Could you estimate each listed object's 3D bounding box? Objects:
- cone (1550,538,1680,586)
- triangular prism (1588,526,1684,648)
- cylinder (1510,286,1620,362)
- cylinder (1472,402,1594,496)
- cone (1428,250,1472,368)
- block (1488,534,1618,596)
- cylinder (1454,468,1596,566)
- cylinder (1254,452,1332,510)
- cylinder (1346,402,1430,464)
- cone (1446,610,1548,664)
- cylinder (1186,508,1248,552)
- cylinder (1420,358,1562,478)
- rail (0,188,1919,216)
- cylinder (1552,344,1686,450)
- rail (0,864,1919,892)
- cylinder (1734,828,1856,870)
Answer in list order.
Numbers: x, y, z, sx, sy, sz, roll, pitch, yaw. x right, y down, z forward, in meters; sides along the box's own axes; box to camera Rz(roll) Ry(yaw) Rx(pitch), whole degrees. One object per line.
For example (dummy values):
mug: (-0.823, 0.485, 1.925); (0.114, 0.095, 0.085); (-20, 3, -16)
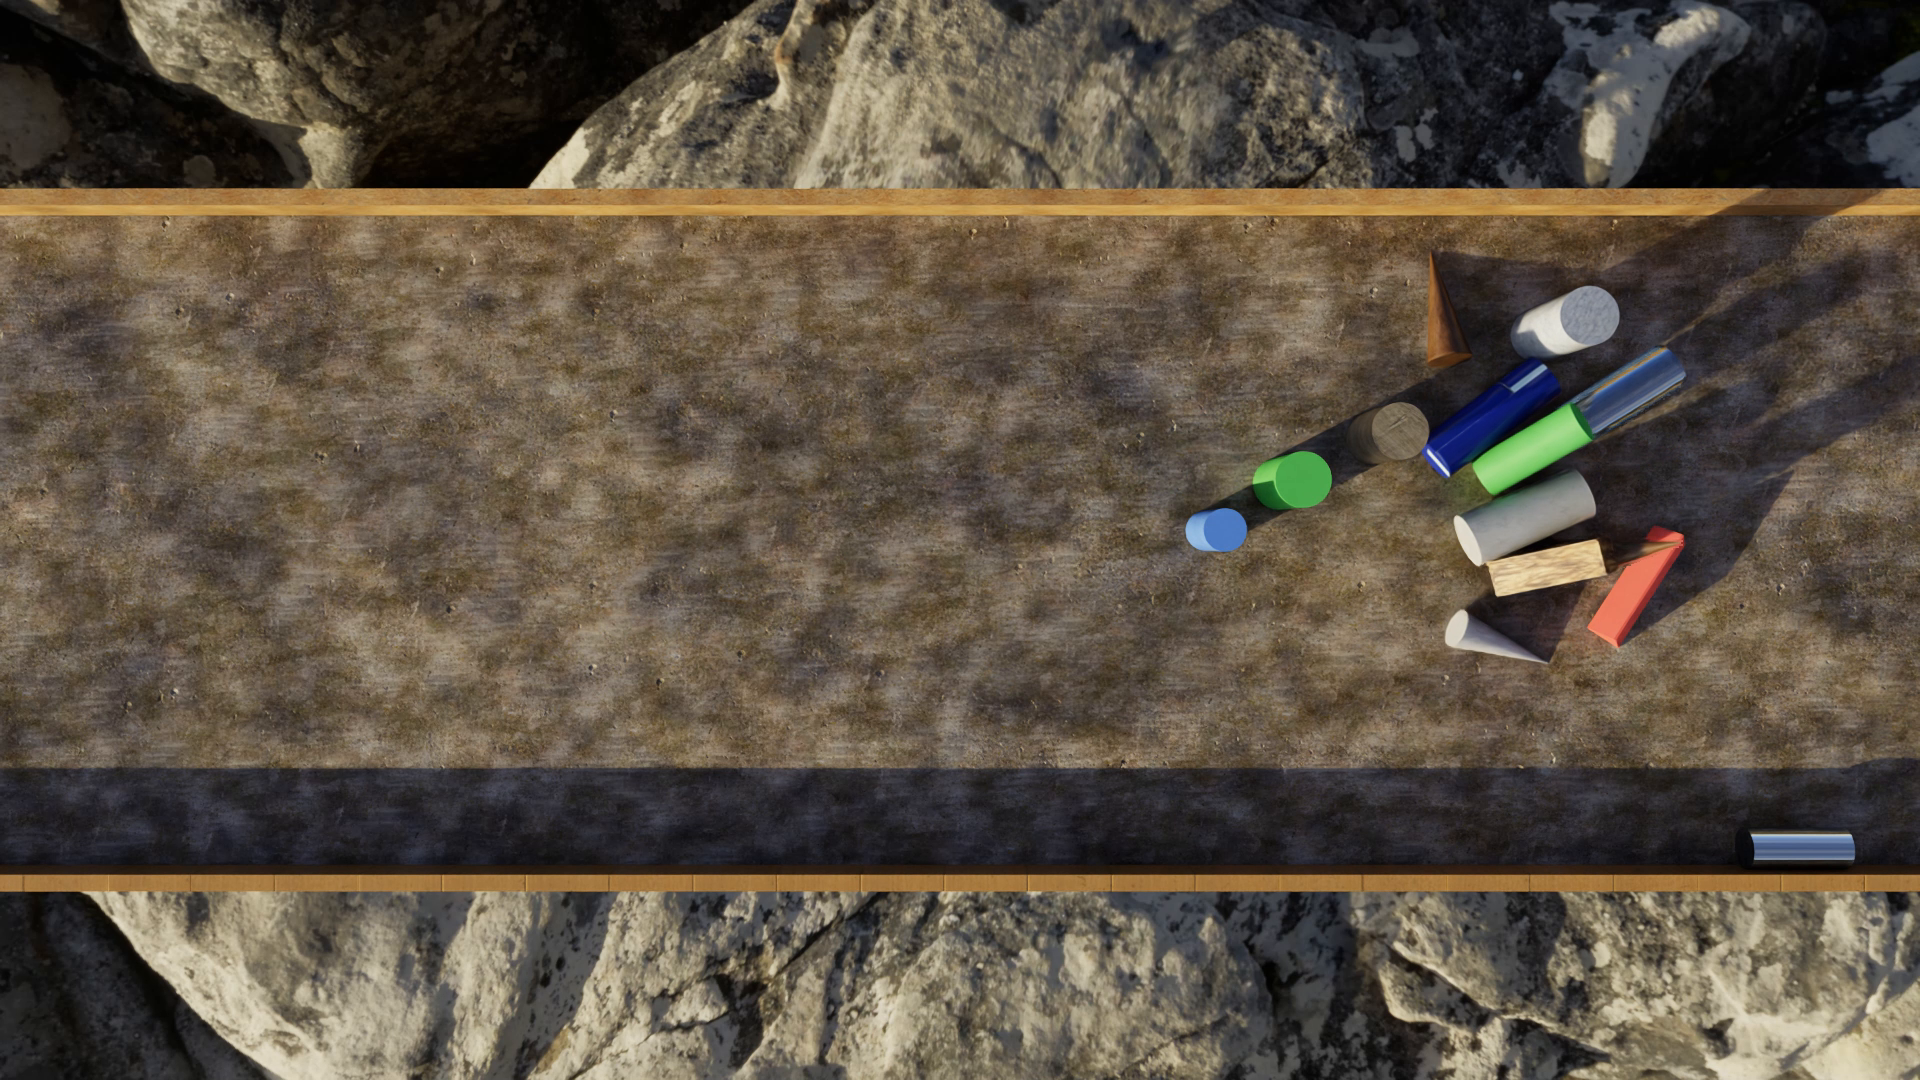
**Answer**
cone: (1.958, 0.036, 4.878); (0.146, 0.394, 0.146); (9, 75, -37)
triangular prism: (2.079, 0.143, 5.025); (0.113, 0.098, 0.377); (33, 90, 0)
cylinder: (1.779, -0.632, 4.869); (0.169, 0.413, 0.169); (0, 89, 0)
cylinder: (1.714, -0.271, 4.938); (0.328, 0.130, 0.130); (-34, 90, 30)
cone: (1.468, -0.722, 5.043); (0.135, 0.135, 0.360); (-7, 79, 0)
block: (1.768, 0.078, 4.924); (0.338, 0.108, 0.108); (-16, 87, 40)
cylinder: (1.708, -0.070, 4.993); (0.373, 0.167, 0.167); (-23, 90, 0)
cylinder: (0.983, -0.173, 4.897); (0.162, 0.359, 0.162); (0, 90, 0)
cylinder: (1.270, -0.315, 4.916); (0.166, 0.321, 0.166); (0, 90, 0)
cone: (1.663, 0.324, 5.047); (0.330, 0.118, 0.118); (20, 90, -10)
cylinder: (0.756, -0.029, 4.889); (0.124, 0.374, 0.124); (0, 90, 0)
cylinder: (1.606, -0.370, 5.005); (0.421, 0.144, 0.144); (-37, 90, 0)
rail: (-2.247, -1.025, 5.002); (12.000, 0.150, 0.050); (0, 90, 0)
cylinder: (1.997, -0.433, 5.004); (0.370, 0.145, 0.145); (-32, 90, 0)
rail: (-2.247, 1.025, 5.001); (12.000, 0.150, 0.050); (0, 90, 0)
cylinder: (2.536, 0.937, 5.013); (0.302, 0.127, 0.127); (0, 90, 0)
